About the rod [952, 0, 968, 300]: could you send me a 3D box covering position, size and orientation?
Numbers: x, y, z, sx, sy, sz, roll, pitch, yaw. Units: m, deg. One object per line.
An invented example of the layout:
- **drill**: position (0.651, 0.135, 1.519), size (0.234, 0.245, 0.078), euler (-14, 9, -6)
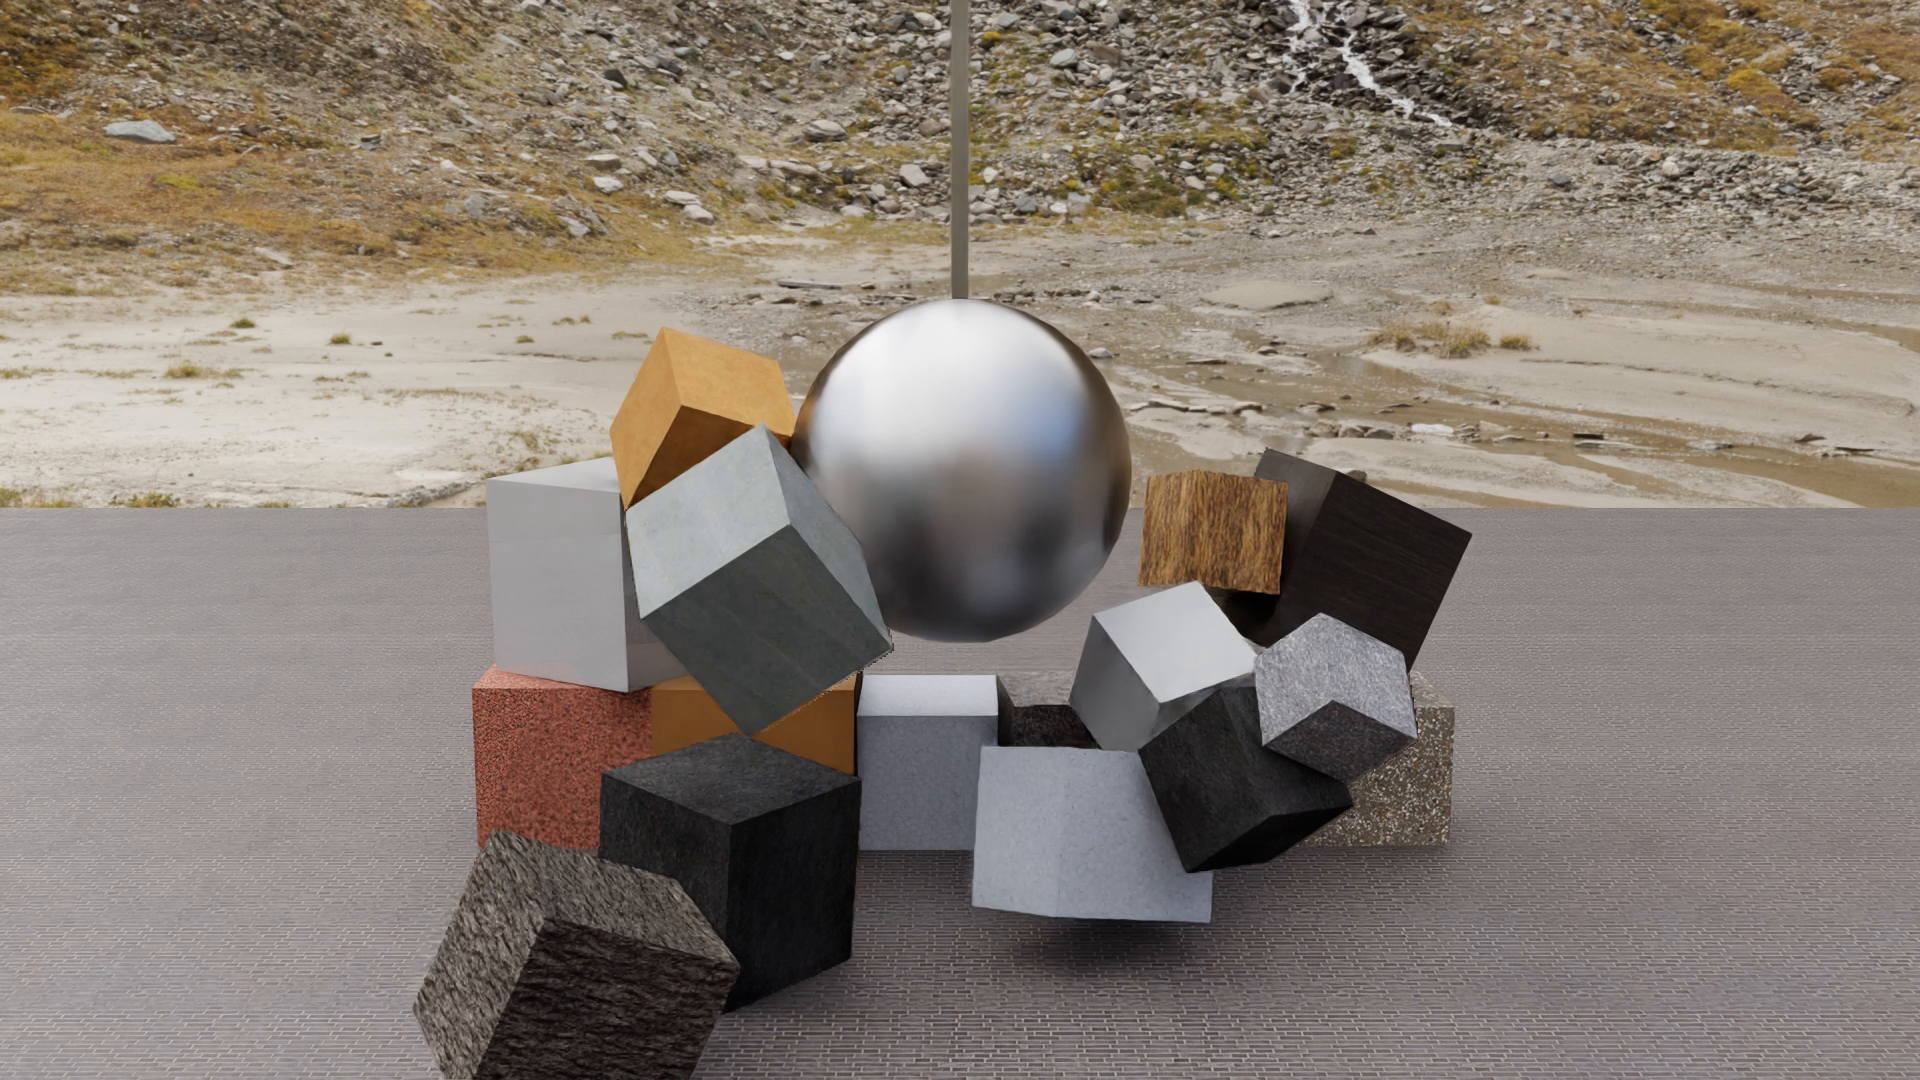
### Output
- **rod**: position (0.000, -3.713, 10.112), size (0.080, 5.200, 0.080), euler (0, 2, 0)

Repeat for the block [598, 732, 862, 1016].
- **block**: position (-0.985, 1.393, 9.357), size (0.759, 0.829, 0.789), euler (15, 18, 37)

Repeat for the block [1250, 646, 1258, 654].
- **block**: position (1.213, 1.052, 11.361), size (0.712, 0.865, 0.729), euler (-1, 10, -4)

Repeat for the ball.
- **ball**: position (0.000, -0.315, 10.217), size (1.600, 1.600, 1.600), euler (0, 10, 0)

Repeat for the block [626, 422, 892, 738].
- **block**: position (-0.814, 0.152, 8.760), size (0.679, 0.724, 0.798), euler (-32, 33, 7)

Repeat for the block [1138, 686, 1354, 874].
- **block**: position (1.194, 0.998, 9.244), size (0.494, 0.570, 0.568), euler (-1, -30, -38)

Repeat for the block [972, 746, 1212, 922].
- **block**: position (0.591, 1.291, 9.695), size (0.805, 0.707, 0.682), euler (8, -8, -30)

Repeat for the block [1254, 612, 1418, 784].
- **block**: position (1.537, 0.651, 9.034), size (0.474, 0.436, 0.403), euler (25, -45, -28)

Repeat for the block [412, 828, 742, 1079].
- **block**: position (-1.374, 1.593, 7.826), size (0.761, 0.732, 0.729), euler (22, 6, -30)

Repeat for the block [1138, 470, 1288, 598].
- **block**: position (1.260, -0.024, 10.991), size (0.510, 0.556, 0.541), euler (8, -5, -20)

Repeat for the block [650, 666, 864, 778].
- **block**: position (-1.021, 1.059, 11.375), size (0.997, 0.845, 1.039), euler (0, 10, 0)

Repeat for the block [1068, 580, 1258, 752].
- **block**: position (0.972, 0.687, 10.445), size (0.596, 0.637, 0.585), euler (-17, 51, -26)

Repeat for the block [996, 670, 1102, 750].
- **block**: position (0.537, 1.121, 11.300), size (0.616, 0.751, 0.709), euler (-1, 10, -6)

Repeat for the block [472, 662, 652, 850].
- **block**: position (-1.973, 1.068, 11.372), size (0.888, 0.830, 0.841), euler (0, 10, 0)

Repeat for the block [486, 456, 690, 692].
- **block**: position (-1.755, 0.150, 11.269), size (0.919, 0.991, 0.882), euler (6, 12, 34)

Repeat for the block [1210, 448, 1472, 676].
- **block**: position (1.899, 0.166, 11.312), size (0.826, 0.934, 0.874), euler (23, 3, -18)

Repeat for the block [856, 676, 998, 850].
- **block**: position (-0.161, 1.137, 11.369), size (0.703, 0.695, 0.835), euler (0, 10, 0)

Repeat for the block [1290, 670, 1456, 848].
- **block**: position (2.020, 1.121, 11.403), size (0.869, 0.715, 0.781), euler (0, 10, -2)

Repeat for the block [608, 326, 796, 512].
- **block**: position (-1.250, -0.511, 10.697), size (0.628, 0.659, 0.657), euler (16, 33, -28)
